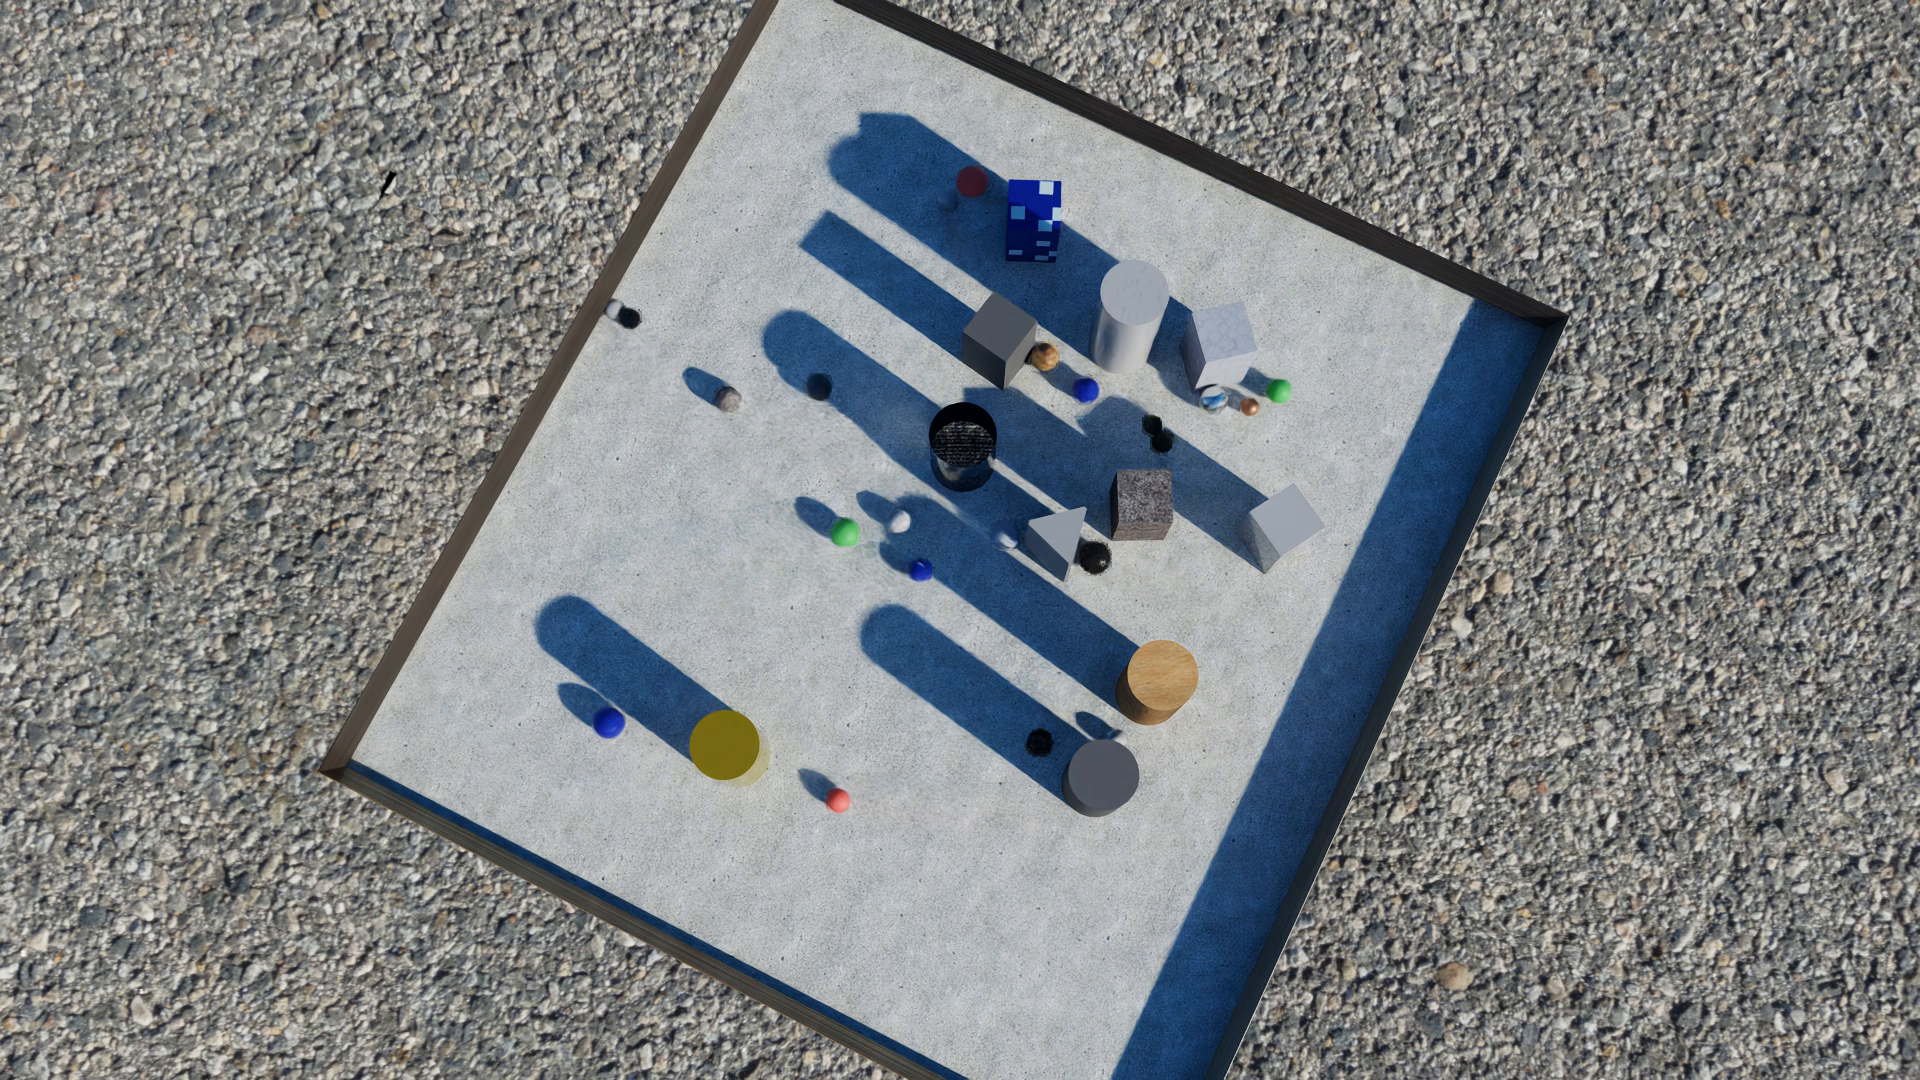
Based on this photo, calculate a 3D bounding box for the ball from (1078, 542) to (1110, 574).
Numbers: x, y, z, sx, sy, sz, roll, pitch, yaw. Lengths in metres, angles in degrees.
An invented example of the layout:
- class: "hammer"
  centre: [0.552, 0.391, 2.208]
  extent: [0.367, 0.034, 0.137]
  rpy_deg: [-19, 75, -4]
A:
- class: "ball"
  centre: [0.407, 0.055, 5.555]
  extent: [0.100, 0.100, 0.100]
  rpy_deg: [0, 78, 0]

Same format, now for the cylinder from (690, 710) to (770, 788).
- class: "cylinder"
  centre: [-0.666, 0.611, 5.333]
  extent: [0.199, 0.307, 0.199]
  rpy_deg: [0, 78, 0]

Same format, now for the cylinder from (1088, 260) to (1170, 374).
- class: "cylinder"
  centre: [0.503, -0.663, 5.506]
  extent: [0.199, 0.485, 0.199]
  rpy_deg: [0, 78, 0]

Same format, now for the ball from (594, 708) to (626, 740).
- class: "ball"
  centre: [-1.044, 0.546, 5.455]
  extent: [0.095, 0.095, 0.095]
  rpy_deg: [0, 78, 0]

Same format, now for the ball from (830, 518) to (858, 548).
- class: "ball"
  centre: [-0.352, -0.021, 5.576]
  extent: [0.087, 0.087, 0.087]
  rpy_deg: [0, 78, 0]

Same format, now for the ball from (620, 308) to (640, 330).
- class: "ball"
  centre: [-1.031, -0.690, 5.726]
  extent: [0.065, 0.065, 0.065]
  rpy_deg: [0, 78, 0]

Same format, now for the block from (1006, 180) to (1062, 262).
- class: "block"
  centre: [0.226, -0.986, 5.679]
  extent: [0.159, 0.277, 0.159]
  rpy_deg: [2, 78, 0]

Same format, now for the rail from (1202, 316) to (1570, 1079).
- class: "rail"
  centre: [1.201, 0.595, 5.426]
  extent: [0.045, 0.129, 2.925]
  rpy_deg: [26, 80, 5]

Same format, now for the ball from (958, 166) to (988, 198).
- class: "ball"
  centre: [0.041, -1.134, 5.801]
  extent: [0.099, 0.099, 0.099]
  rpy_deg: [0, 78, 0]

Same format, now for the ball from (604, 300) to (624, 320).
- class: "ball"
  centre: [-1.085, -0.721, 5.735]
  extent: [0.060, 0.060, 0.060]
  rpy_deg: [0, 78, 0]

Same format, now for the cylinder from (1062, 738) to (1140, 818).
- class: "cylinder"
  centre: [0.402, 0.691, 5.292]
  extent: [0.199, 0.356, 0.199]
  rpy_deg: [0, 78, 0]

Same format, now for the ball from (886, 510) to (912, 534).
- class: "ball"
  centre: [-0.186, -0.058, 5.591]
  extent: [0.074, 0.074, 0.074]
  rpy_deg: [0, 78, 0]

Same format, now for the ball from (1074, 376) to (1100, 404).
- class: "ball"
  centre: [0.391, -0.464, 5.671]
  extent: [0.081, 0.081, 0.081]
  rpy_deg: [0, 78, 0]

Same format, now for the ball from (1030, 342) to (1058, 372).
- class: "ball"
  centre: [0.262, -0.568, 5.690]
  extent: [0.087, 0.087, 0.087]
  rpy_deg: [0, 78, 0]

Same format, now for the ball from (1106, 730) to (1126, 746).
- class: "ball"
  centre: [0.465, 0.596, 5.461]
  extent: [0.064, 0.064, 0.064]
  rpy_deg: [0, 78, 0]

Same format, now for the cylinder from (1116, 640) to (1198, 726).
- class: "cylinder"
  centre: [0.567, 0.418, 5.320]
  extent: [0.199, 0.412, 0.199]
  rpy_deg: [0, 78, 0]

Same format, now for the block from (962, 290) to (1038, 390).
- class: "block"
  centre: [0.119, -0.604, 5.584]
  extent: [0.159, 0.308, 0.159]
  rpy_deg: [36, 81, 7]

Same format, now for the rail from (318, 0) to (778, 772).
- class: "rail"
  centre: [-1.201, -0.581, 5.670]
  extent: [0.045, 0.129, 2.925]
  rpy_deg: [26, 80, 5]

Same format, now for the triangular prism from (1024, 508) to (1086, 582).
- class: "triangular prism"
  centre: [0.313, -0.013, 5.463]
  extent: [0.149, 0.306, 0.172]
  rpy_deg: [-44, 82, -8]

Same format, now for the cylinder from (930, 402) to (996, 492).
- class: "cylinder"
  centre: [0.009, -0.276, 5.514]
  extent: [0.199, 0.312, 0.199]
  rpy_deg: [0, 78, 0]

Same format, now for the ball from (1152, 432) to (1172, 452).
- class: "ball"
  centre: [0.624, -0.302, 5.646]
  extent: [0.065, 0.065, 0.065]
  rpy_deg: [0, 78, 0]

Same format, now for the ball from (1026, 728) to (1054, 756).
- class: "ball"
  centre: [0.238, 0.602, 5.452]
  extent: [0.079, 0.079, 0.079]
  rpy_deg: [0, 78, 0]

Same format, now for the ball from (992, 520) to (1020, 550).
- class: "ball"
  centre: [0.140, -0.015, 5.575]
  extent: [0.088, 0.088, 0.088]
  rpy_deg: [0, 78, 0]

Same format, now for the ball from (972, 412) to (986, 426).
- class: "ball"
  centre: [0.057, -0.372, 5.671]
  extent: [0.043, 0.043, 0.043]
  rpy_deg: [0, 78, 0]

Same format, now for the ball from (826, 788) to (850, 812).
- class: "ball"
  centre: [-0.359, 0.771, 5.421]
  extent: [0.070, 0.070, 0.070]
  rpy_deg: [0, 78, 0]

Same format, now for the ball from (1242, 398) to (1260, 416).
- class: "ball"
  centre: [0.899, -0.411, 5.673]
  extent: [0.056, 0.056, 0.056]
  rpy_deg: [0, 78, 0]

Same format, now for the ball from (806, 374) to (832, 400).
- class: "ball"
  centre: [-0.437, -0.472, 5.673]
  extent: [0.082, 0.082, 0.082]
  rpy_deg: [0, 78, 0]

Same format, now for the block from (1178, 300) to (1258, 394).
- class: "block"
  centre: [0.782, -0.582, 5.571]
  extent: [0.159, 0.326, 0.159]
  rpy_deg: [-14, 79, -3]

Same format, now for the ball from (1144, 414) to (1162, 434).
- class: "ball"
  centre: [0.596, -0.356, 5.660]
  extent: [0.060, 0.060, 0.060]
  rpy_deg: [0, 78, 0]

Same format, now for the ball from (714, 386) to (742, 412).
- class: "ball"
  centre: [-0.717, -0.434, 5.664]
  extent: [0.083, 0.083, 0.083]
  rpy_deg: [0, 78, 0]

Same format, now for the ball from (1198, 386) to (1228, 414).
- class: "ball"
  centre: [0.782, -0.432, 5.660]
  extent: [0.090, 0.090, 0.090]
  rpy_deg: [0, 78, 0]

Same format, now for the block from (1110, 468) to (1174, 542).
- class: "block"
  centre: [0.543, -0.103, 5.503]
  extent: [0.159, 0.265, 0.159]
  rpy_deg: [-1, 78, 0]

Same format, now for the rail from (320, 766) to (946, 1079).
- class: "rail"
  centre: [-0.643, 1.267, 5.287]
  extent: [2.732, 0.129, 0.045]
  rpy_deg: [26, 80, 5]

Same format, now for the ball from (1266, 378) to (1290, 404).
- class: "ball"
  centre: [0.984, -0.461, 5.674]
  extent: [0.075, 0.075, 0.075]
  rpy_deg: [0, 78, 0]

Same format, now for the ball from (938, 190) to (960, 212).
- class: "ball"
  centre: [-0.036, -1.073, 5.804]
  extent: [0.067, 0.067, 0.067]
  rpy_deg: [0, 78, 0]

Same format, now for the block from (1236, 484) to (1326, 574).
- class: "block"
  centre: [0.954, -0.031, 5.477]
  extent: [0.159, 0.286, 0.159]
  rpy_deg: [-33, 80, -6]

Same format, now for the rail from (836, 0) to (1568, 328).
- class: "rail"
  centre: [0.643, -1.253, 5.809]
  extent: [2.732, 0.129, 0.045]
  rpy_deg: [26, 80, 5]

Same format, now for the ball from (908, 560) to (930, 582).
- class: "ball"
  centre: [-0.124, 0.093, 5.561]
  extent: [0.071, 0.071, 0.071]
  rpy_deg: [0, 78, 0]
